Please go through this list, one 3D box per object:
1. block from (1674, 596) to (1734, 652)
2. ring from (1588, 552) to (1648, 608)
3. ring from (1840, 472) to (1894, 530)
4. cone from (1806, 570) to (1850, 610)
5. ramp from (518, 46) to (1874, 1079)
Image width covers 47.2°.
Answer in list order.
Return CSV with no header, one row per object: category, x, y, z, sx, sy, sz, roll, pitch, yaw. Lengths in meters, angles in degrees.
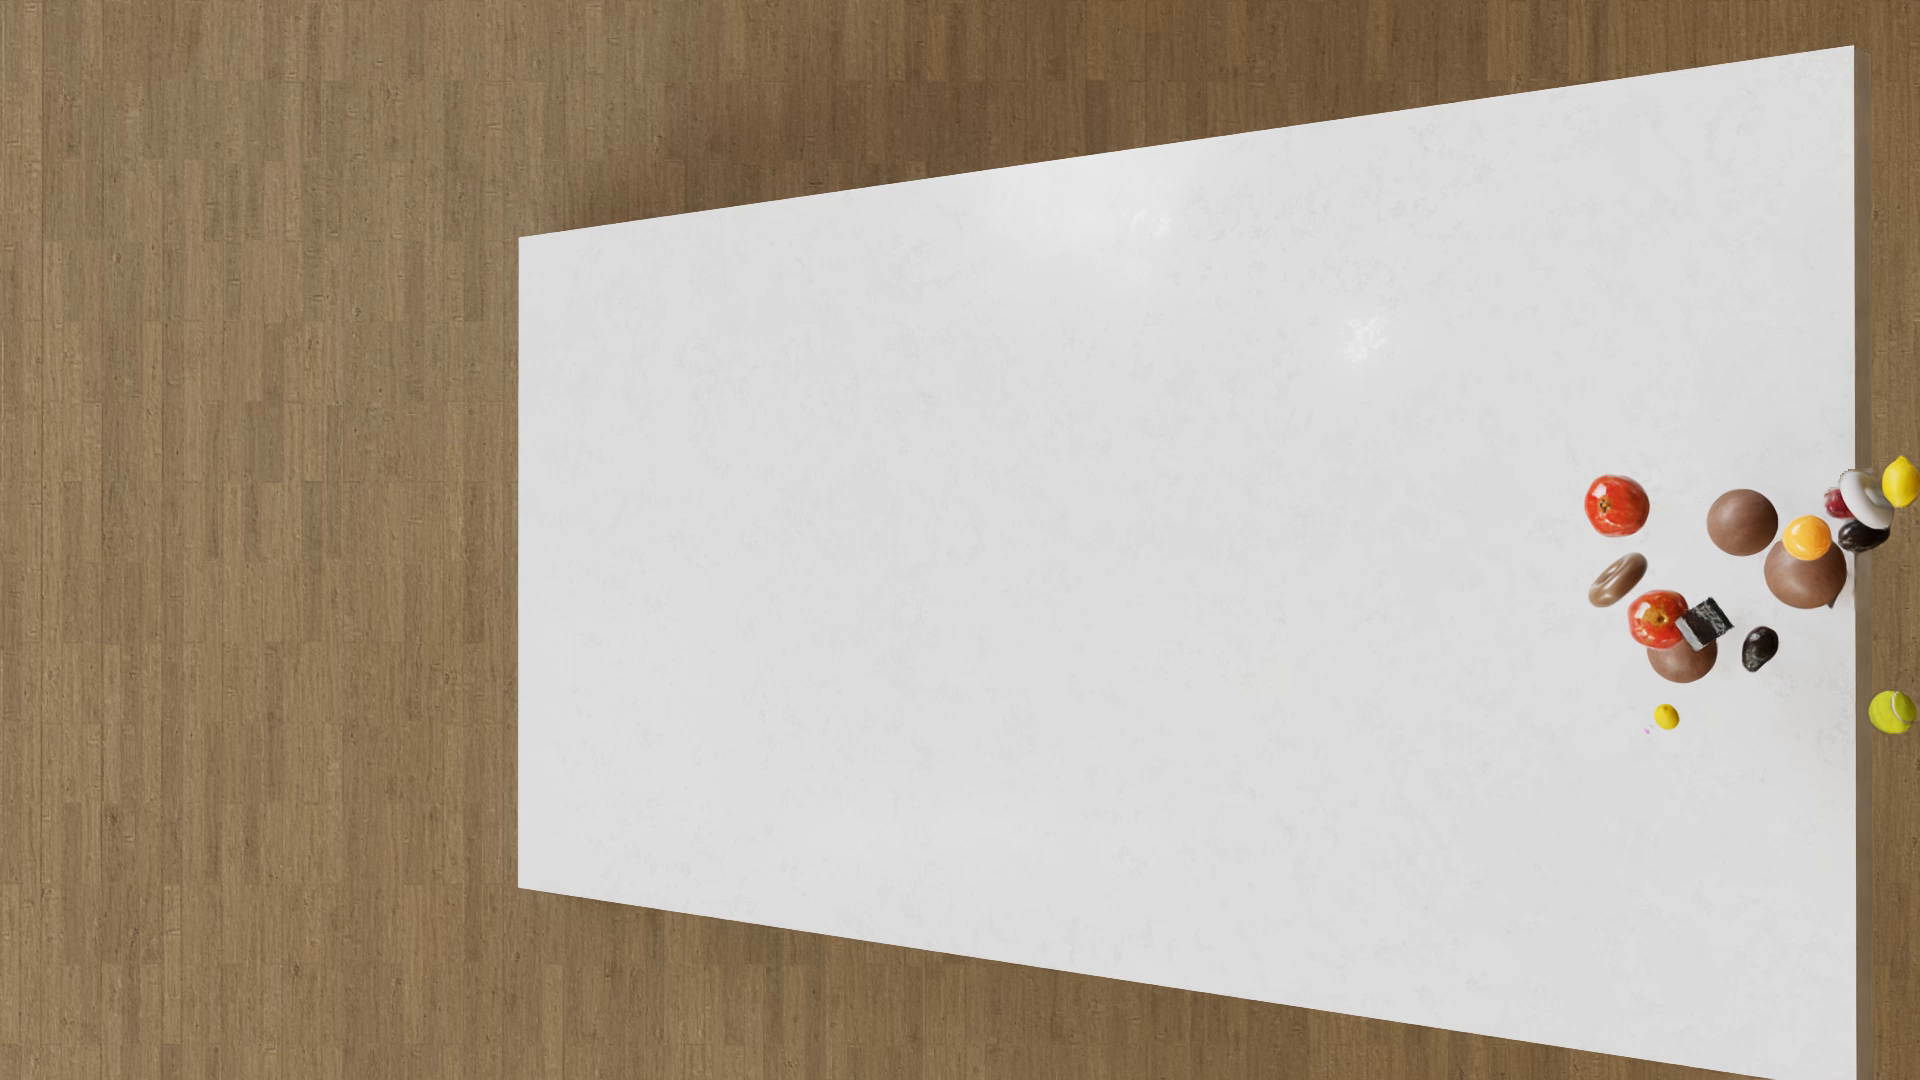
block,1.239,0.141,3.663,0.060,0.060,0.060,-32,76,-1
ring,1.280,0.078,4.280,0.137,0.137,0.046,-45,89,0
ring,1.318,-0.058,3.195,0.094,0.094,0.031,47,129,0
cone,1.543,0.076,3.882,0.067,0.067,0.067,-44,90,18
ramp,0.208,0.061,5.523,4.000,0.100,2.000,0,90,40
